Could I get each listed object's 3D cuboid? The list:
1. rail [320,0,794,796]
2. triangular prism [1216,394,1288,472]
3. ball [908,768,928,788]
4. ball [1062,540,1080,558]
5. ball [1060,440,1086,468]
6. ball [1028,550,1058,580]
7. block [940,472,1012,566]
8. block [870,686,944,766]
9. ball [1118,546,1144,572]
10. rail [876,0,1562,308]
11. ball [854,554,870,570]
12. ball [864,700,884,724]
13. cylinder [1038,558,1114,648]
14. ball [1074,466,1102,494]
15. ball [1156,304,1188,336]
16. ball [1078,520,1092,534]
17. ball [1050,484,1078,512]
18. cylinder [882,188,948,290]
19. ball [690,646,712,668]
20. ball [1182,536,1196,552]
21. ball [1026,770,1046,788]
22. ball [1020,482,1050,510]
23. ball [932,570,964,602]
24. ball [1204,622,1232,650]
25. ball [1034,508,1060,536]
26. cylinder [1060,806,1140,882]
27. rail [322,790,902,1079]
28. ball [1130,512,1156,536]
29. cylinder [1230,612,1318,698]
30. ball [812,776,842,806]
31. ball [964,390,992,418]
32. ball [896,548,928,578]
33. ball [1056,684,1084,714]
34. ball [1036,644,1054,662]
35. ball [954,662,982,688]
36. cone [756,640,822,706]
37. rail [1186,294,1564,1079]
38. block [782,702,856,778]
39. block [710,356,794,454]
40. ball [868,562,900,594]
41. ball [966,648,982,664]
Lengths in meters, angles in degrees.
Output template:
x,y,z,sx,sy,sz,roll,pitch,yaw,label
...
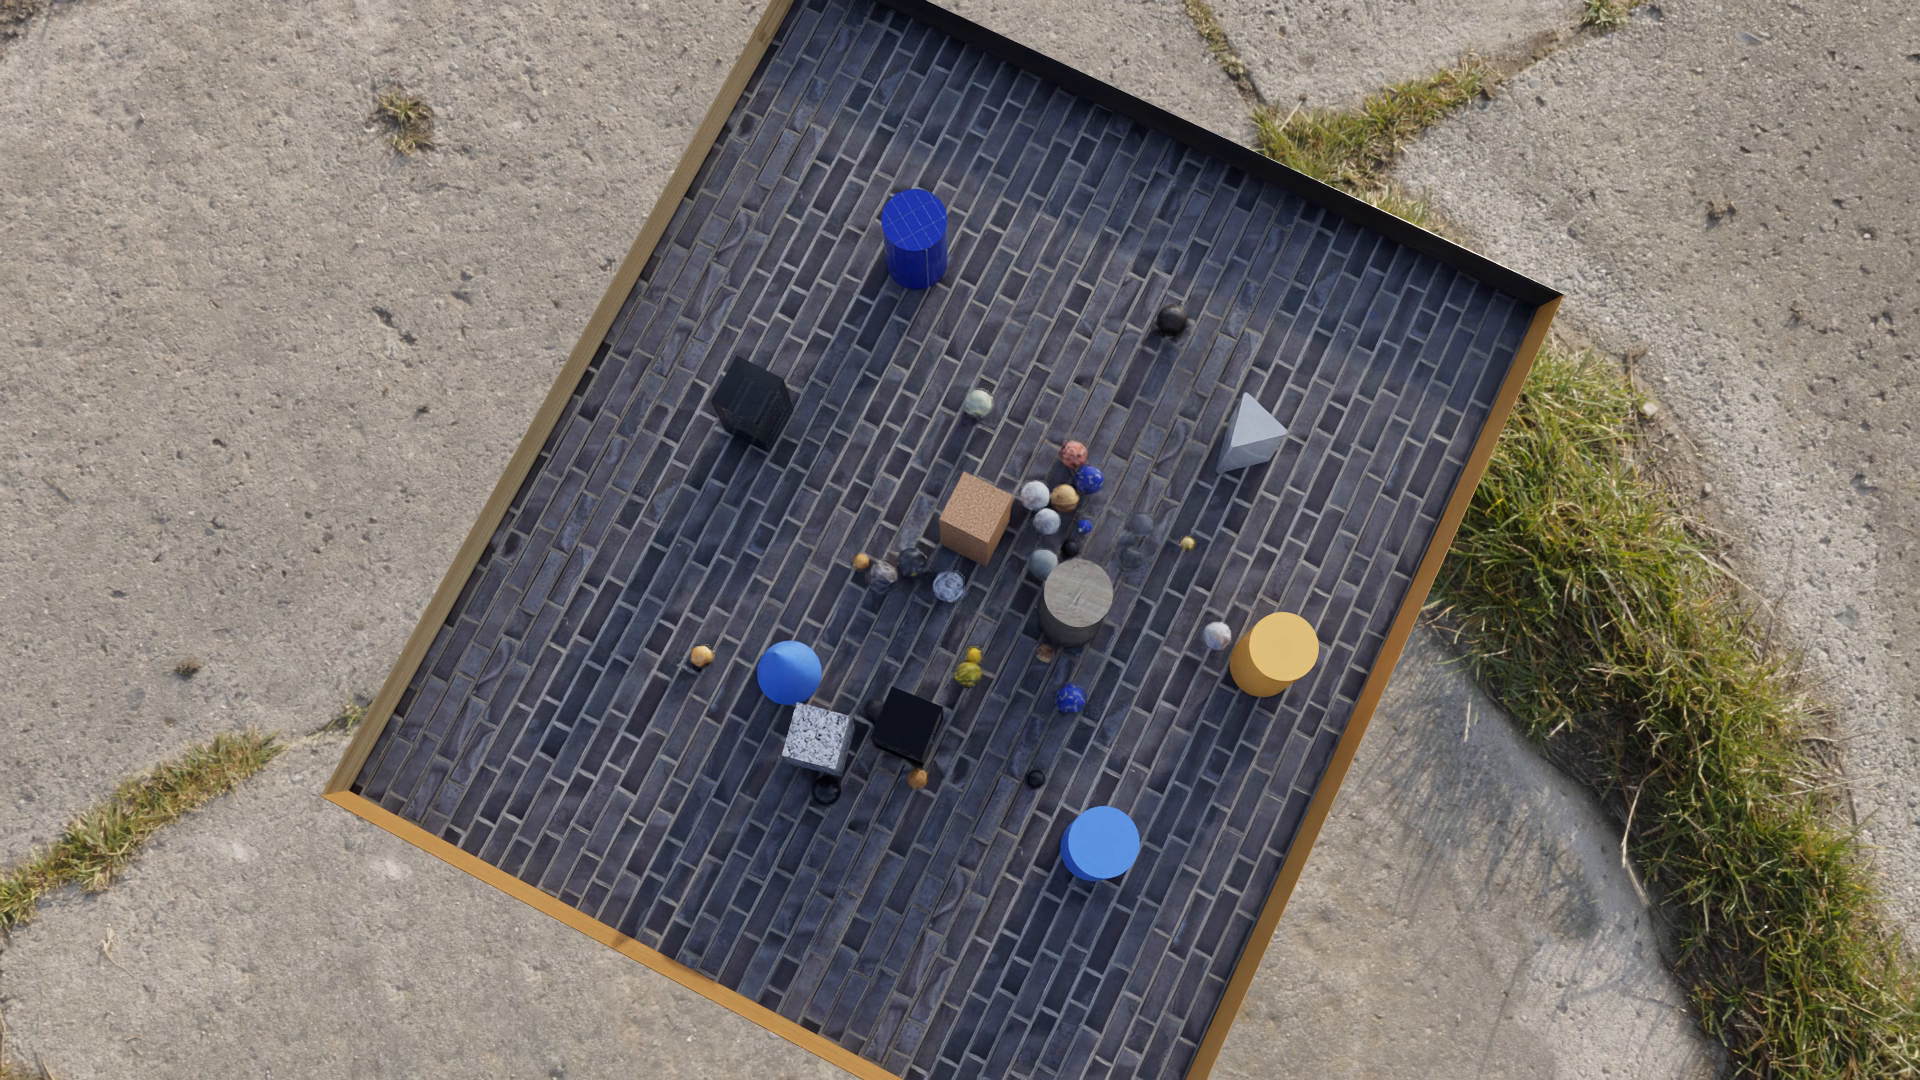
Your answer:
x,y,z,sx,sy,sz,roll,pitch,yaw,label
-1.162,-0.562,5.667,0.045,0.127,3.038,26,80,5,rail
0.857,-0.331,5.522,0.170,0.320,0.147,-14,79,-3,triangular prism
-0.125,0.708,5.439,0.061,0.061,0.061,0,78,0,ball
0.338,0.026,5.584,0.054,0.054,0.054,0,78,0,ball
0.347,-0.263,5.629,0.083,0.083,0.083,0,78,0,ball
0.253,0.074,5.554,0.092,0.092,0.092,0,78,0,ball
0.046,-0.058,5.442,0.157,0.365,0.157,26,80,5,block
-0.152,0.547,5.350,0.157,0.300,0.157,22,79,4,block
0.519,0.056,5.565,0.078,0.078,0.078,0,78,0,ball
0.669,-1.303,5.820,2.645,0.127,0.045,26,80,5,rail
-0.300,0.066,5.578,0.048,0.048,0.048,0,78,0,ball
-0.251,0.512,5.474,0.071,0.071,0.071,0,78,0,ball
0.335,0.190,5.375,0.196,0.397,0.196,0,78,0,cylinder
0.393,-0.185,5.610,0.088,0.088,0.088,0,78,0,ball
0.662,-0.685,5.709,0.097,0.097,0.097,0,78,0,ball
0.380,-0.040,5.603,0.042,0.042,0.042,0,78,0,ball
0.319,-0.127,5.598,0.087,0.087,0.087,0,78,0,ball
-0.136,-0.920,5.632,0.196,0.343,0.196,0,78,0,cylinder
-0.777,0.350,5.510,0.066,0.066,0.066,0,78,0,ball
0.698,0.012,5.590,0.046,0.046,0.046,0,78,0,ball
0.226,0.711,5.441,0.056,0.056,0.056,0,78,0,ball
0.230,-0.134,5.598,0.091,0.091,0.091,0,78,0,ball
-0.036,0.140,5.539,0.095,0.095,0.095,0,78,0,ball
0.774,0.288,5.514,0.084,0.084,0.084,0,78,0,ball
0.265,-0.056,5.586,0.082,0.082,0.082,0,78,0,ball
0.395,0.870,5.226,0.196,0.411,0.196,0,78,0,cylinder
-0.669,1.317,5.278,2.645,0.127,0.045,26,80,5,rail
0.555,-0.049,5.586,0.079,0.079,0.079,0,78,0,ball
0.912,0.339,5.349,0.196,0.386,0.196,0,78,0,cylinder
-0.395,0.742,5.418,0.088,0.088,0.088,0,78,0,ball
0.056,-0.419,5.658,0.089,0.089,0.089,0,78,0,ball
-0.146,0.069,5.554,0.094,0.094,0.094,0,78,0,ball
0.329,0.476,5.473,0.087,0.087,0.087,0,78,0,ball
0.257,0.341,5.519,0.054,0.054,0.054,0,78,0,ball
0.024,0.404,5.493,0.079,0.079,0.079,0,78,0,ball
-0.515,0.356,5.319,0.196,0.438,0.196,0,78,0,cone
1.162,0.576,5.431,0.045,0.127,3.038,26,80,5,rail
-0.409,0.585,5.347,0.157,0.290,0.157,14,79,3,block
-0.623,-0.405,5.527,0.157,0.339,0.157,27,80,5,block
-0.231,0.116,5.543,0.098,0.098,0.098,0,78,0,ball
0.043,0.350,5.520,0.047,0.047,0.047,0,78,0,ball
